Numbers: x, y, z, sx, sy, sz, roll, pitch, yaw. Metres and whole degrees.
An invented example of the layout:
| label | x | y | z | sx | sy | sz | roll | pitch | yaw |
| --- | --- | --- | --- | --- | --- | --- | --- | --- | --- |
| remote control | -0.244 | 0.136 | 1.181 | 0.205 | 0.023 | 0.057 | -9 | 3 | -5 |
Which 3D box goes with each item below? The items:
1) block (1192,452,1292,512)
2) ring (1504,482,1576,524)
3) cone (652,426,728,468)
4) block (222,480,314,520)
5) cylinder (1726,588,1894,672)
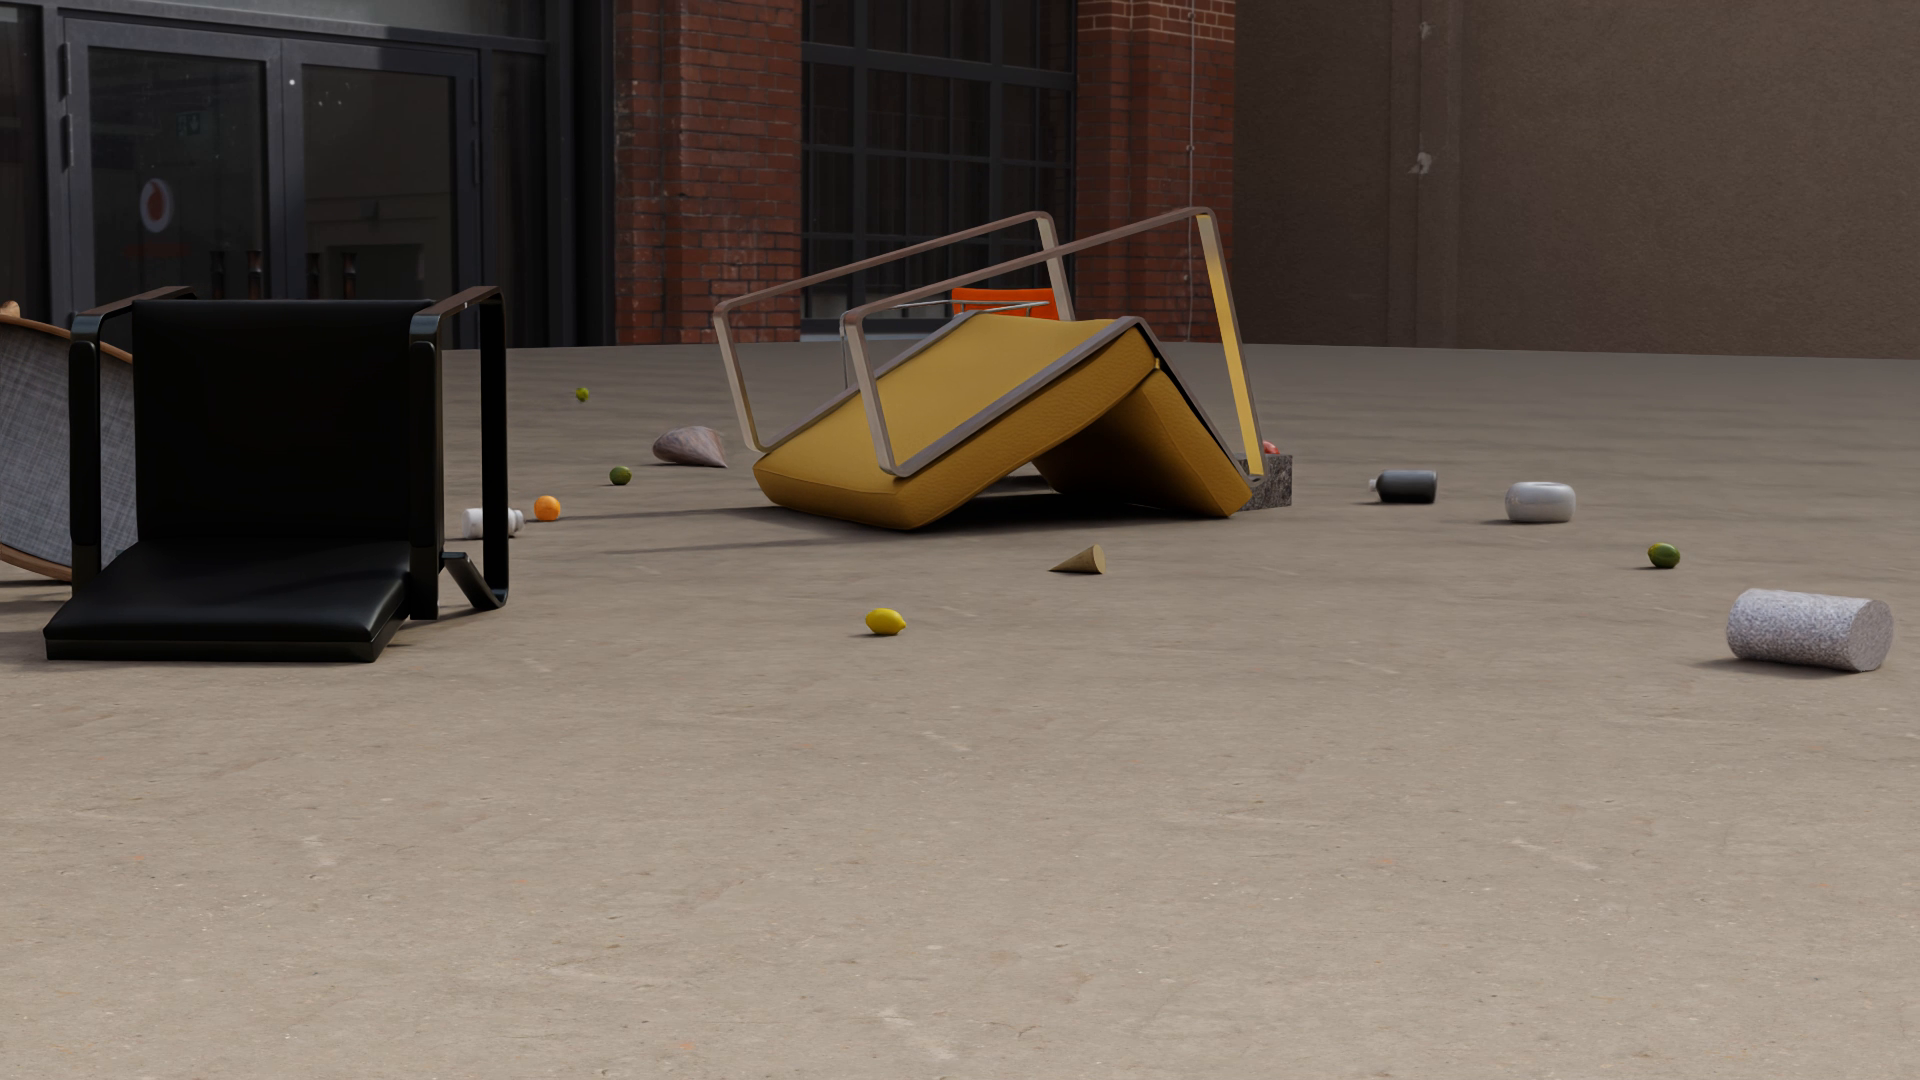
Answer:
| label | x | y | z | sx | sy | sz | roll | pitch | yaw |
| --- | --- | --- | --- | --- | --- | --- | --- | --- | --- |
| block | 0.806 | -0.167 | 7.319 | 0.162 | 0.146 | 0.255 | 5 | 8 | 43 |
| ring | 1.562 | -0.101 | 6.907 | 0.226 | 0.101 | 0.170 | -4 | 8 | -43 |
| cone | -0.881 | -0.292 | 8.934 | 0.264 | 0.130 | 0.311 | -10 | 22 | -31 |
| block | -1.896 | -0.110 | 7.029 | 0.131 | 0.092 | 0.201 | 5 | 8 | 41 |
| cylinder | 1.444 | 0.151 | 4.360 | 0.165 | 0.119 | 0.219 | -14 | 14 | -43 |
